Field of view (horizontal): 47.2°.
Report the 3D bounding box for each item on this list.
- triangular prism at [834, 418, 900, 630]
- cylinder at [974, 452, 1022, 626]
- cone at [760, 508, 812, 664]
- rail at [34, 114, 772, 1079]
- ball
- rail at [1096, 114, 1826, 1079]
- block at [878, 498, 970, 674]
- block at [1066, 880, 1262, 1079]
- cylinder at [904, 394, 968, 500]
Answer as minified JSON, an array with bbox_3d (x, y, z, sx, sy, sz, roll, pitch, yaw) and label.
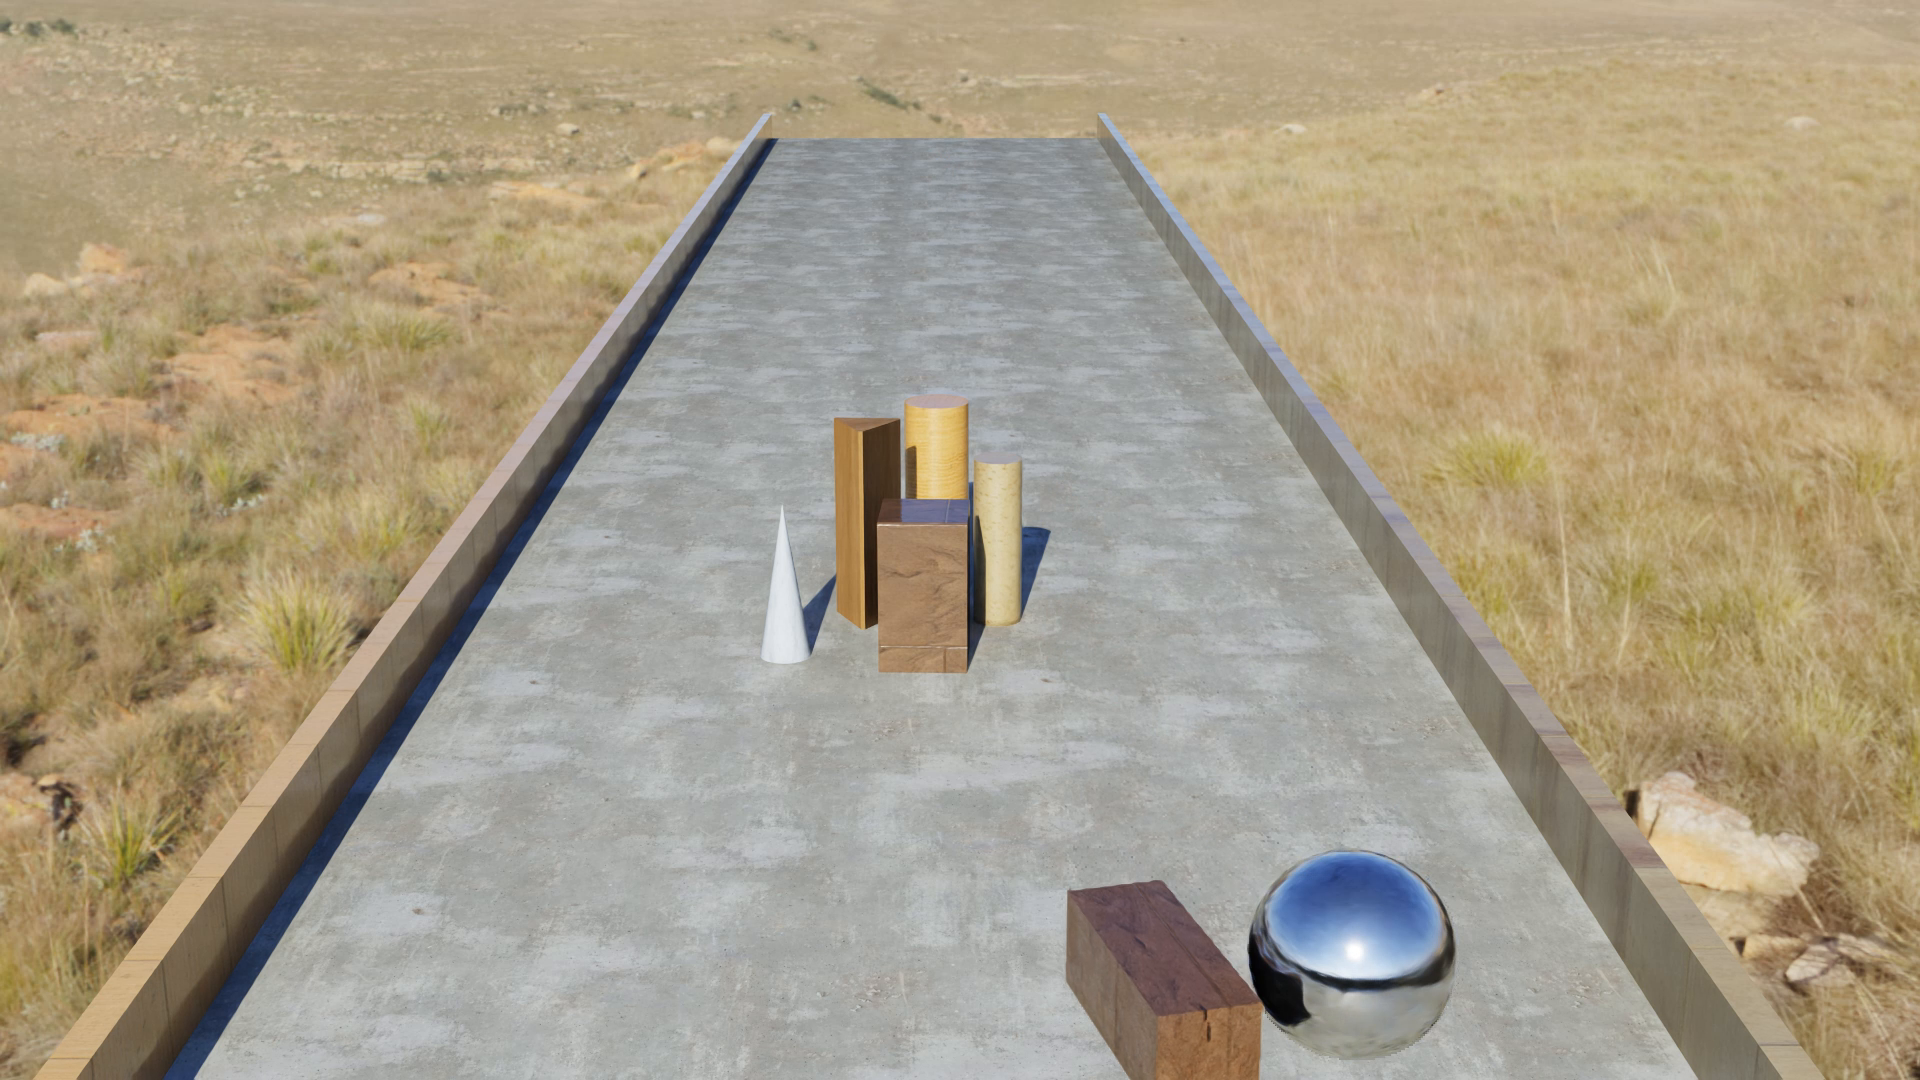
[{"bbox_3d":[-0.213,-0.042,4.623,0.119,0.426,0.137,11,20,33],"label":"triangular prism"},{"bbox_3d":[0.079,-0.001,4.613,0.101,0.352,0.101,0,17,0],"label":"cylinder"},{"bbox_3d":[-0.352,0.081,4.401,0.103,0.316,0.103,0,17,0],"label":"cone"},{"bbox_3d":[-1.118,-0.838,7.780,0.050,0.150,12.000,0,17,-1],"label":"rail"},{"bbox_3d":[0.518,0.545,2.903,0.273,0.273,0.273,0,17,0],"label":"ball"},{"bbox_3d":[0.932,-0.844,7.801,0.050,0.150,12.000,0,17,-1],"label":"rail"},{"bbox_3d":[-0.070,0.090,4.384,0.175,0.308,0.175,1,17,2],"label":"block"},{"bbox_3d":[0.266,0.605,2.946,0.141,0.141,0.369,-4,17,-14],"label":"block"},{"bbox_3d":[-0.052,-0.113,4.901,0.142,0.402,0.142,0,17,0],"label":"cylinder"}]
